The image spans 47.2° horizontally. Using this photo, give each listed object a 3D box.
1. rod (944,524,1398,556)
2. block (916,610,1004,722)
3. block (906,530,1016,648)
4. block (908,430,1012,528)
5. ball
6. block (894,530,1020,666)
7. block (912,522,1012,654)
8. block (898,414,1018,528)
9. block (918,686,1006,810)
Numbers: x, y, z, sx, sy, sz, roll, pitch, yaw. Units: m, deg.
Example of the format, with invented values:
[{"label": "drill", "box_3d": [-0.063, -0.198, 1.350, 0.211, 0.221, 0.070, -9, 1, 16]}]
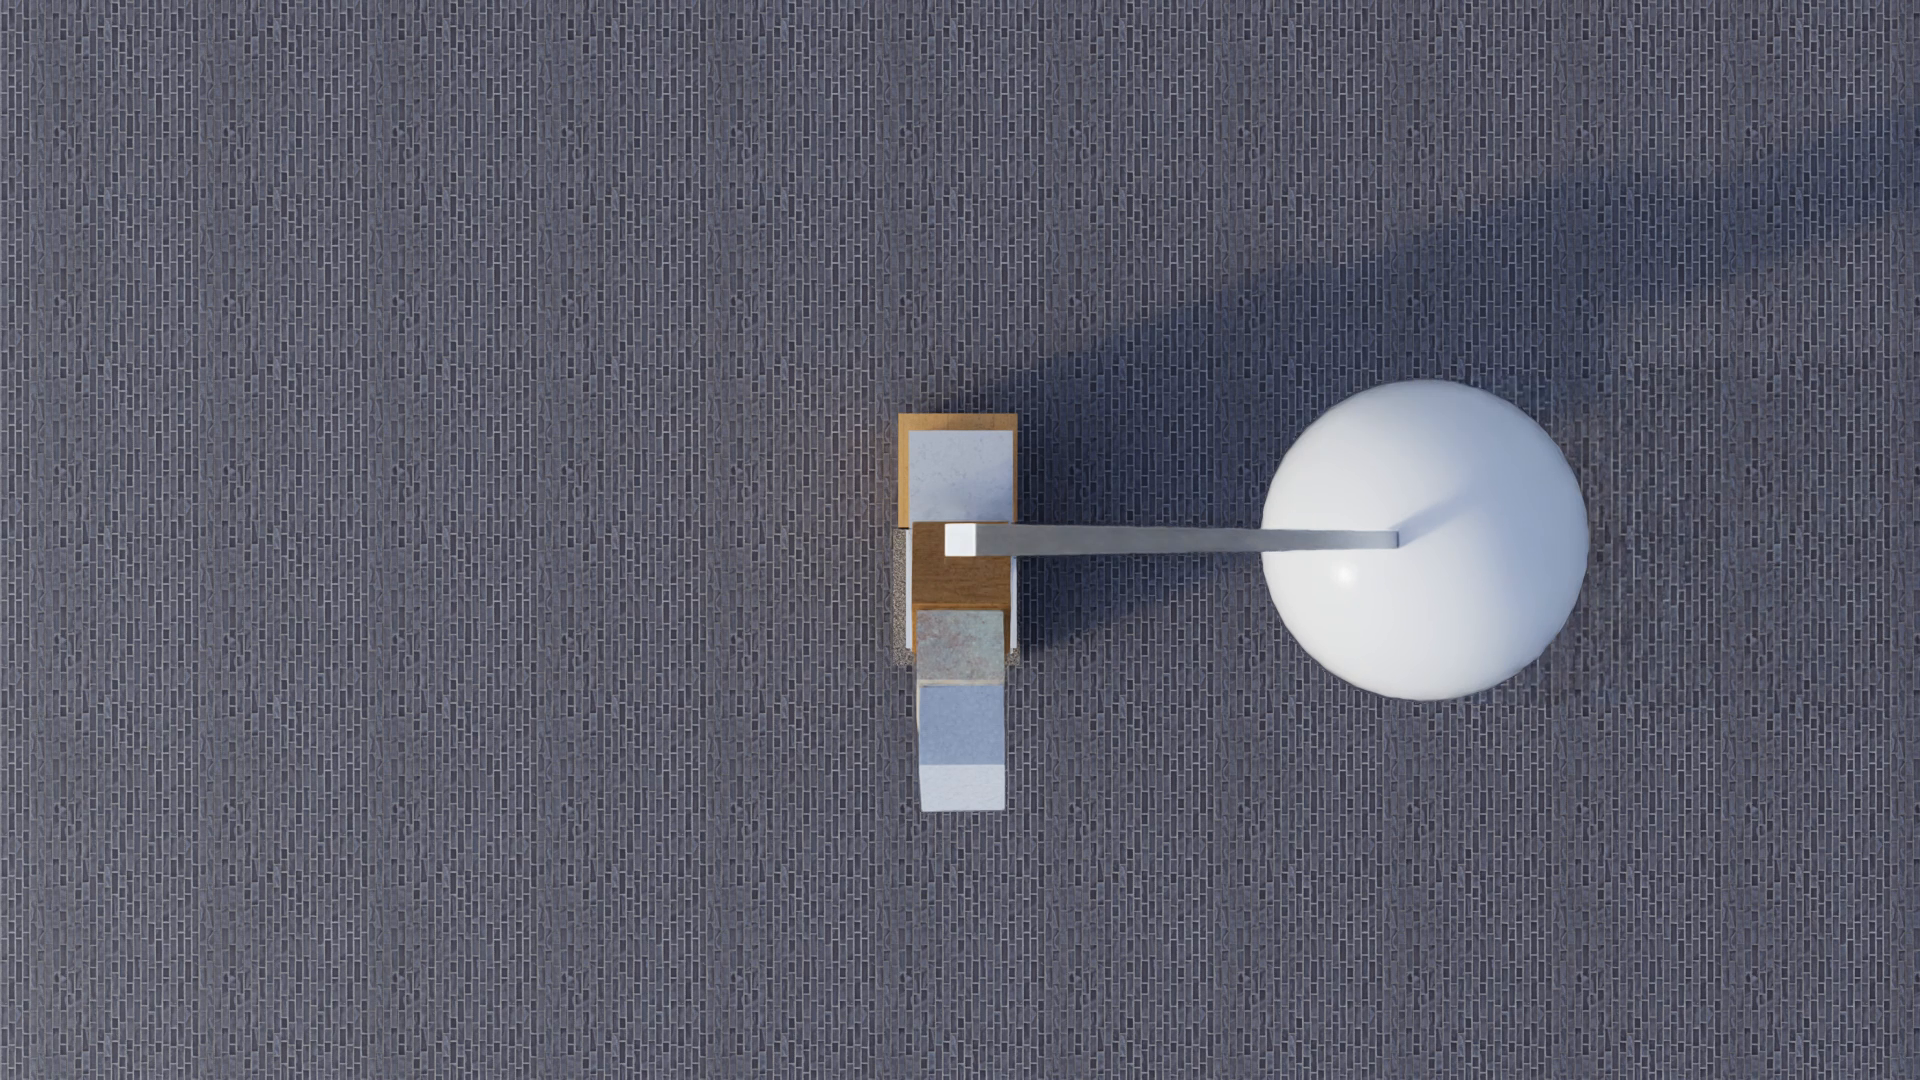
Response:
[{"label": "rod", "box_3d": [0.994, 0.000, 7.777, 0.080, 5.200, 0.080, 0, 90, 22]}, {"label": "block", "box_3d": [0.001, 0.647, 11.235, 0.442, 0.395, 0.428, 0, 53, 0]}, {"label": "block", "box_3d": [0.007, 0.264, 12.112, 0.596, 0.516, 0.638, 0, 90, 0]}, {"label": "block", "box_3d": [0.005, -0.324, 11.991, 0.554, 0.558, 0.517, 0, 90, 0]}, {"label": "ball", "box_3d": [2.295, 0.000, 10.918, 1.600, 1.600, 1.600, 0, 90, 0]}, {"label": "block", "box_3d": [-0.019, 0.323, 12.685, 0.713, 0.630, 0.766, 0, 90, 0]}, {"label": "block", "box_3d": [0.006, 0.251, 11.517, 0.508, 0.435, 0.535, 0, 51, 0]}, {"label": "block", "box_3d": [-0.011, -0.388, 12.635, 0.663, 0.730, 0.635, 0, 90, 0]}, {"label": "block", "box_3d": [0.013, 1.044, 11.017, 0.418, 0.439, 0.458, -1, 53, 1]}]
